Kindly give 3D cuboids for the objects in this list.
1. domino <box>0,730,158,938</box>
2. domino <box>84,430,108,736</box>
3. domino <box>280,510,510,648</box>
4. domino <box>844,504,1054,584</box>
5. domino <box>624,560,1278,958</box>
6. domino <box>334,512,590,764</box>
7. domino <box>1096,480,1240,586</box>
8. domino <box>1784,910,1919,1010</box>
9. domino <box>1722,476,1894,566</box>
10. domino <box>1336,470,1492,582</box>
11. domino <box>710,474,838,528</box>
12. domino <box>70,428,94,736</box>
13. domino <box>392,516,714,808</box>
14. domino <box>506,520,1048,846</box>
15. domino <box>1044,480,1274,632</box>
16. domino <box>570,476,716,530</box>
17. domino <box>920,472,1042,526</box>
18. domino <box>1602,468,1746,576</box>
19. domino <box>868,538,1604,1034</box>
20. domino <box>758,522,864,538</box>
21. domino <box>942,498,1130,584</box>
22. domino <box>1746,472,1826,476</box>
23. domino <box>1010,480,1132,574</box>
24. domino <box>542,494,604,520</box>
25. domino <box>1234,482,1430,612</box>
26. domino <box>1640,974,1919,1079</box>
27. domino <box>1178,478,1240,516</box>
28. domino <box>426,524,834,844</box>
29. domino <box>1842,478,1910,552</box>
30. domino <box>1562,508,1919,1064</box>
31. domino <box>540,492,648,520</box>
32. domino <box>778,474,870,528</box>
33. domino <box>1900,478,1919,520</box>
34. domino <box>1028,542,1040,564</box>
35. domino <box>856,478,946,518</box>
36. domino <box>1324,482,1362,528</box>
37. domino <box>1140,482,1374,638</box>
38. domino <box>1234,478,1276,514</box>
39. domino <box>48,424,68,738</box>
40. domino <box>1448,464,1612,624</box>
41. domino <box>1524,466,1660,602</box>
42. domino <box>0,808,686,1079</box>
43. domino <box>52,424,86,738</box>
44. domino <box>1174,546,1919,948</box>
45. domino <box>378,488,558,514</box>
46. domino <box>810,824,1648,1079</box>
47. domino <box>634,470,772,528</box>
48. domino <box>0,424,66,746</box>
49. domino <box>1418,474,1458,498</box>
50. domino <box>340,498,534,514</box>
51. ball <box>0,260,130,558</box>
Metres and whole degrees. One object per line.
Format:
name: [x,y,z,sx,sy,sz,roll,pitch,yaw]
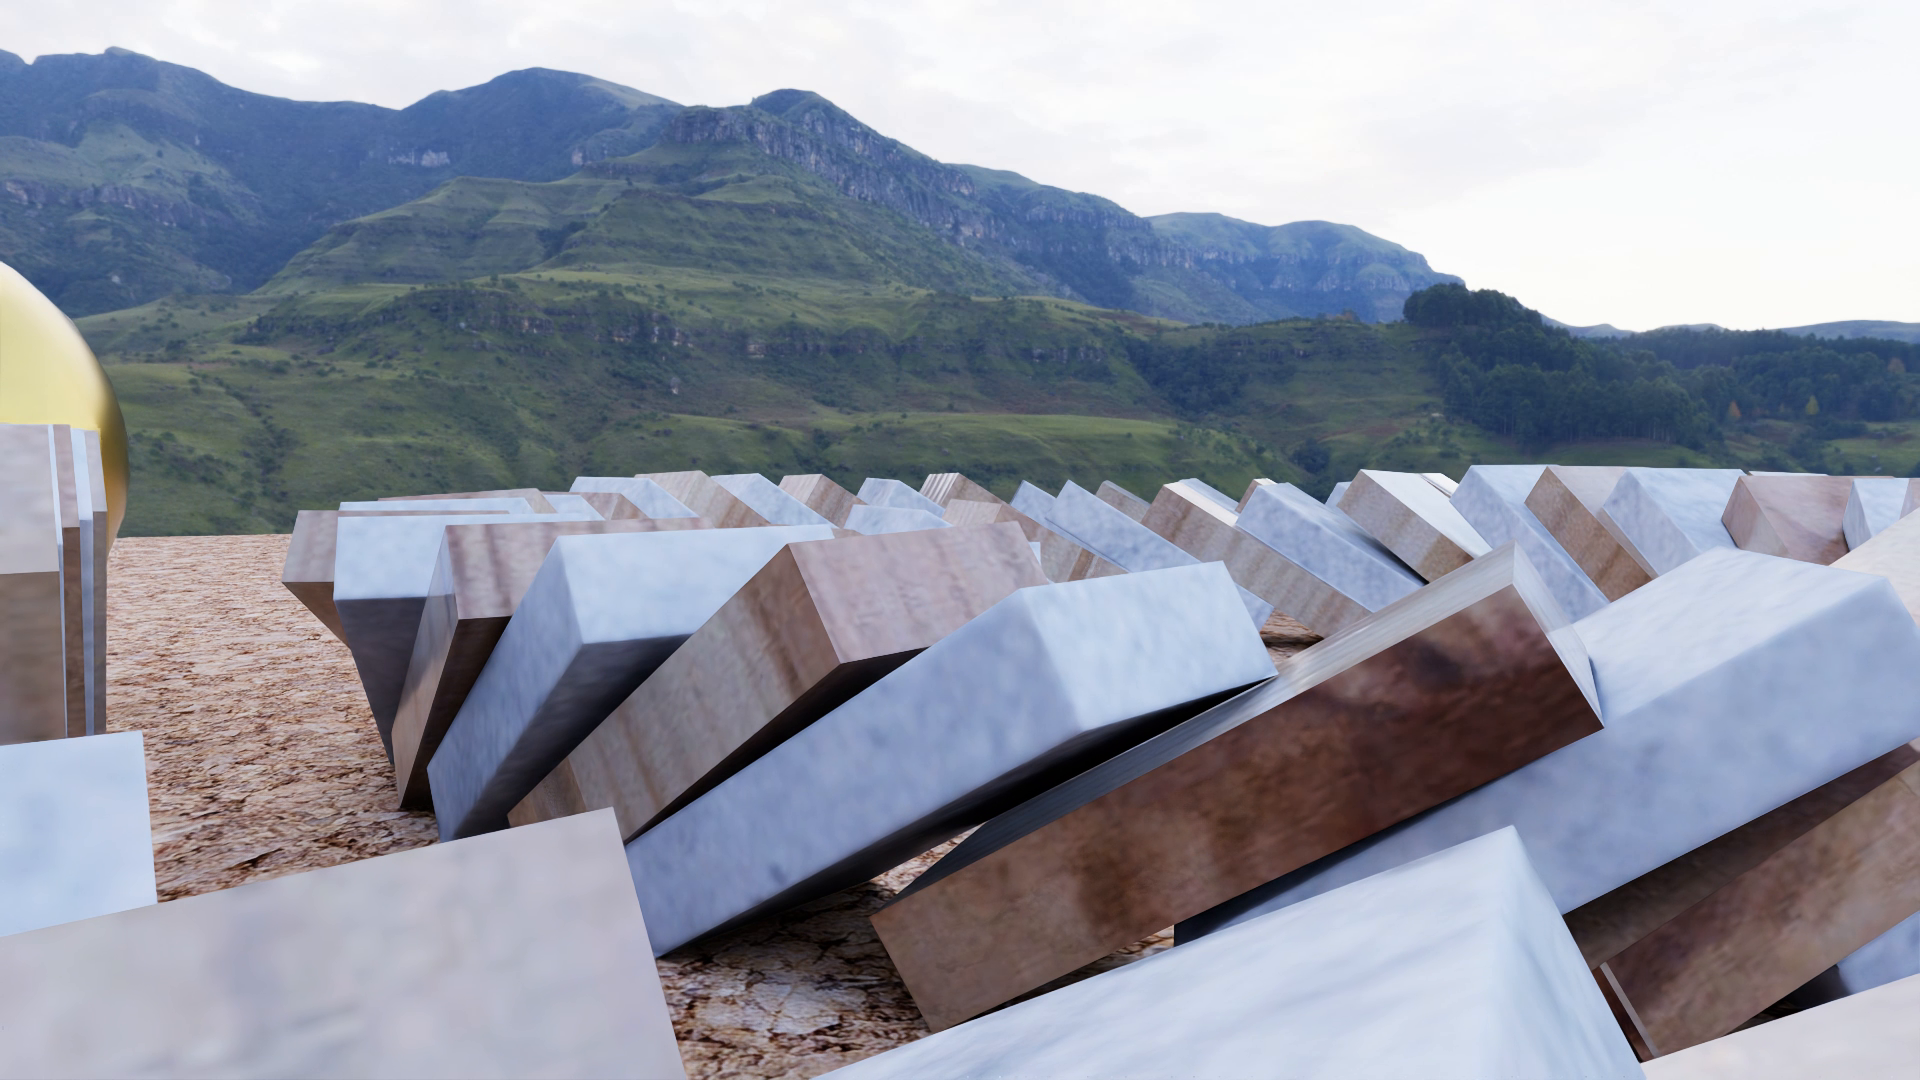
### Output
domino: [-0.049,0.022,0.053,0.025,0.009,0.050,-3,-24,-36]
domino: [-0.088,0.013,0.110,0.025,0.050,0.009,-3,47,-36]
domino: [-0.068,0.012,0.175,0.025,0.010,0.050,0,-28,-2]
domino: [0.003,0.008,0.248,0.050,0.009,0.025,29,-13,-33]
domino: [-0.003,0.018,0.102,0.025,0.010,0.050,-5,-24,-49]
domino: [-0.058,0.013,0.155,0.025,0.010,0.050,-1,-28,-18]
domino: [0.058,0.001,0.344,0.050,0.009,0.025,30,8,6]
domino: [0.080,0.017,0.100,0.050,0.009,0.025,-34,10,-2]
domino: [0.145,0.009,0.204,0.025,0.009,0.050,0,40,5]
domino: [0.106,0.004,0.268,0.025,0.010,0.050,0,37,-44]
domino: [-0.036,0.002,0.302,0.050,0.010,0.025,36,-19,-30]
domino: [-0.082,0.013,0.099,0.025,0.050,0.009,-3,47,-36]
domino: [-0.045,0.015,0.139,0.025,0.009,0.050,-3,-28,-31]
domino: [-0.017,0.016,0.113,0.025,0.010,0.050,-6,-26,-47]
domino: [0.042,0.004,0.278,0.050,0.009,0.025,32,5,3]
domino: [-0.058,0.004,0.273,0.025,0.010,0.050,3,-28,41]
domino: [0.014,0.000,0.332,0.050,0.009,0.025,32,-8,-17]
domino: [0.138,0.007,0.224,0.025,0.010,0.050,0,41,-13]
domino: [0.020,0.018,0.094,0.050,0.010,0.025,-33,-7,23]
domino: [-0.011,0.011,0.229,0.025,0.009,0.050,4,-18,45]
domino: [0.021,0.007,0.263,0.050,0.010,0.025,27,-7,-23]
domino: [0.190,0.004,0.269,0.025,0.010,0.050,0,38,-22]
domino: [0.037,0.000,0.343,0.050,0.009,0.025,29,4,0]
domino: [-0.069,0.008,0.232,0.025,0.009,0.050,1,-27,16]
domino: [0.086,0.005,0.274,0.050,0.009,0.025,36,20,22]
domino: [0.015,0.025,0.031,0.050,0.009,0.025,-26,-2,14]
domino: [0.080,0.000,0.343,0.050,0.010,0.025,32,14,15]
domino: [-0.033,0.016,0.125,0.025,0.010,0.050,-3,-28,-37]
domino: [0.147,0.010,0.184,0.025,0.010,0.050,2,41,21]
domino: [0.064,0.017,0.097,0.050,0.009,0.025,-33,10,1]
domino: [-0.064,0.007,0.252,0.025,0.009,0.050,2,-26,25]
domino: [-0.021,0.001,0.314,0.050,0.009,0.025,34,-13,-24]
domino: [0.142,0.011,0.168,0.025,0.009,0.050,4,41,26]
domino: [-0.002,0.013,0.196,0.025,0.010,0.050,0,-20,0]
domino: [-0.002,0.001,0.325,0.050,0.009,0.025,32,-8,-21]
domino: [0.120,0.001,0.331,0.050,0.010,0.025,35,21,26]
domino: [0.065,0.005,0.278,0.050,0.009,0.025,33,13,13]
domino: [0.099,0.001,0.338,0.050,0.010,0.025,33,14,17]
domino: [-0.069,0.015,0.077,0.025,0.050,0.009,-3,47,-36]
domino: [0.123,0.005,0.253,0.025,0.010,0.050,-2,42,-25]
domino: [0.131,0.006,0.239,0.025,0.010,0.050,-1,42,-19]
domino: [-0.032,0.023,0.041,0.025,0.009,0.050,-4,-24,-43]
domino: [-0.075,0.014,0.088,0.025,0.050,0.009,-4,47,-36]
domino: [0.040,0.018,0.095,0.050,0.009,0.025,-32,-1,10]
domino: [-0.071,0.009,0.210,0.025,0.010,0.050,-3,-28,8]
domino: [-0.008,0.024,0.034,0.050,0.009,0.025,-29,-8,24]
domino: [-0.049,0.002,0.286,0.025,0.009,0.050,0,-30,45]
domino: [-0.061,0.016,0.066,0.025,0.050,0.010,-4,48,-36]
domino: [0.136,0.001,0.322,0.050,0.009,0.025,39,23,26]
domino: [-0.070,0.010,0.192,0.025,0.009,0.050,-1,-28,2]
ball: [-0.177,-0.013,0.200,0.080,0.080,0.080,0,4,0]
